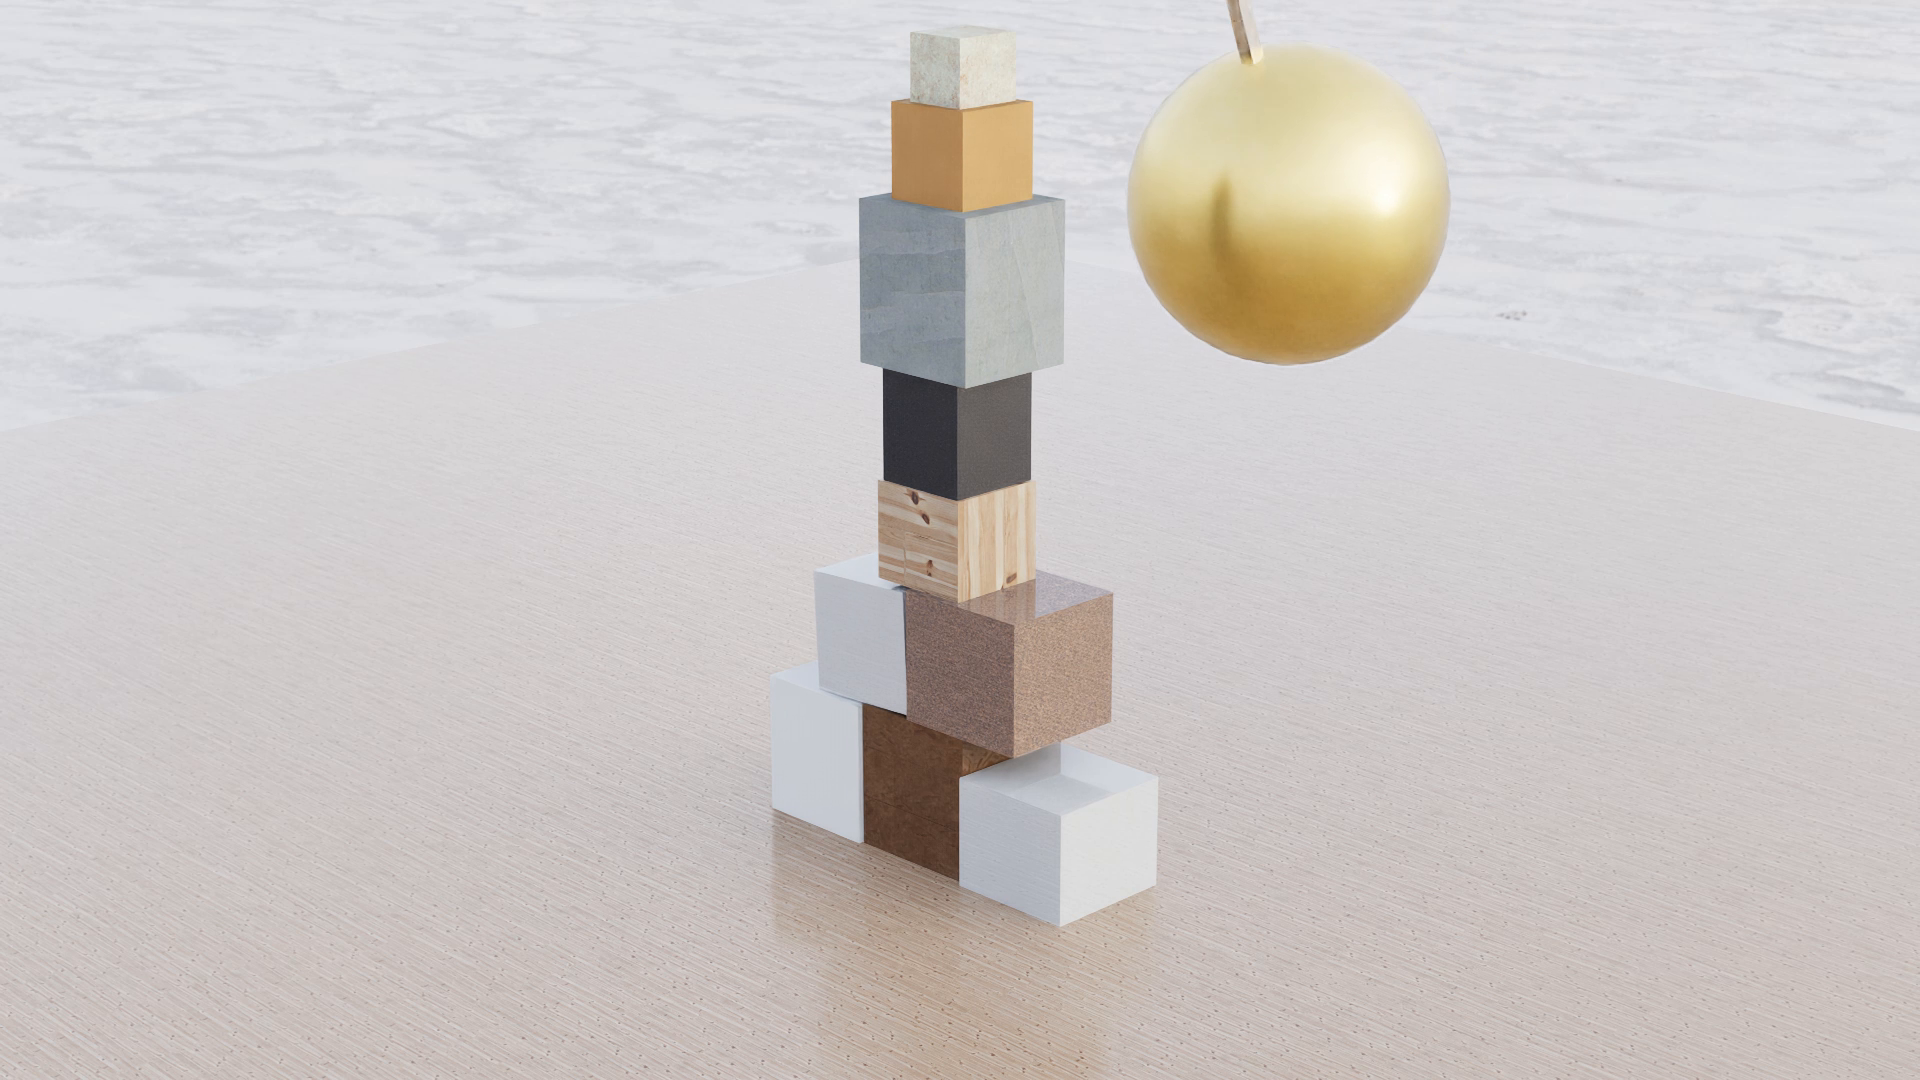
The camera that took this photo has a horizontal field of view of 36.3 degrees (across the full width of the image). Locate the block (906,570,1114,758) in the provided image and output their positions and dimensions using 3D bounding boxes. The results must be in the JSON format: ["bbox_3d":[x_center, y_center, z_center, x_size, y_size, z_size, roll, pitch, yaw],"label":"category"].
[{"bbox_3d":[0.223,0.529,13.290,0.641,0.623,0.678,-17,24,-42],"label":"block"}]

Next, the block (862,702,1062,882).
[{"bbox_3d":[0.010,1.092,13.702,0.649,0.699,0.655,-17,24,-42],"label":"block"}]

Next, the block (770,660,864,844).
[{"bbox_3d":[-0.451,0.965,14.136,0.680,0.683,0.616,-17,24,-42],"label":"block"}]

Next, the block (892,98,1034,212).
[{"bbox_3d":[0.009,-1.704,12.816,0.433,0.429,0.442,-17,24,-42],"label":"block"}]

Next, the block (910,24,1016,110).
[{"bbox_3d":[0.014,-2.053,12.711,0.344,0.301,0.305,-17,24,-42],"label":"block"}]

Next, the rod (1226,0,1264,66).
[{"bbox_3d":[0.703,-4.386,12.700,0.080,5.200,0.080,17,46,42],"label":"rod"}]

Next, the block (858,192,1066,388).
[{"bbox_3d":[0.009,-1.145,12.991,0.621,0.743,0.663,-17,24,-42],"label":"block"}]

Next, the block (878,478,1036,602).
[{"bbox_3d":[-0.013,-0.049,13.312,0.501,0.466,0.513,-17,24,-42],"label":"block"}]

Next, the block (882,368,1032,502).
[{"bbox_3d":[-0.012,-0.528,13.163,0.472,0.537,0.471,-17,24,-42],"label":"block"}]

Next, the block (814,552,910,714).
[{"bbox_3d":[-0.260,0.411,13.732,0.571,0.585,0.599,-17,21,-42],"label":"block"}]

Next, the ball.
[{"bbox_3d":[1.623,-1.665,14.519,1.600,1.600,1.600,0,17,0],"label":"ball"}]

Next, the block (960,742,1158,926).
[{"bbox_3d":[0.445,1.319,13.267,0.641,0.528,0.626,-17,24,-42],"label":"block"}]
